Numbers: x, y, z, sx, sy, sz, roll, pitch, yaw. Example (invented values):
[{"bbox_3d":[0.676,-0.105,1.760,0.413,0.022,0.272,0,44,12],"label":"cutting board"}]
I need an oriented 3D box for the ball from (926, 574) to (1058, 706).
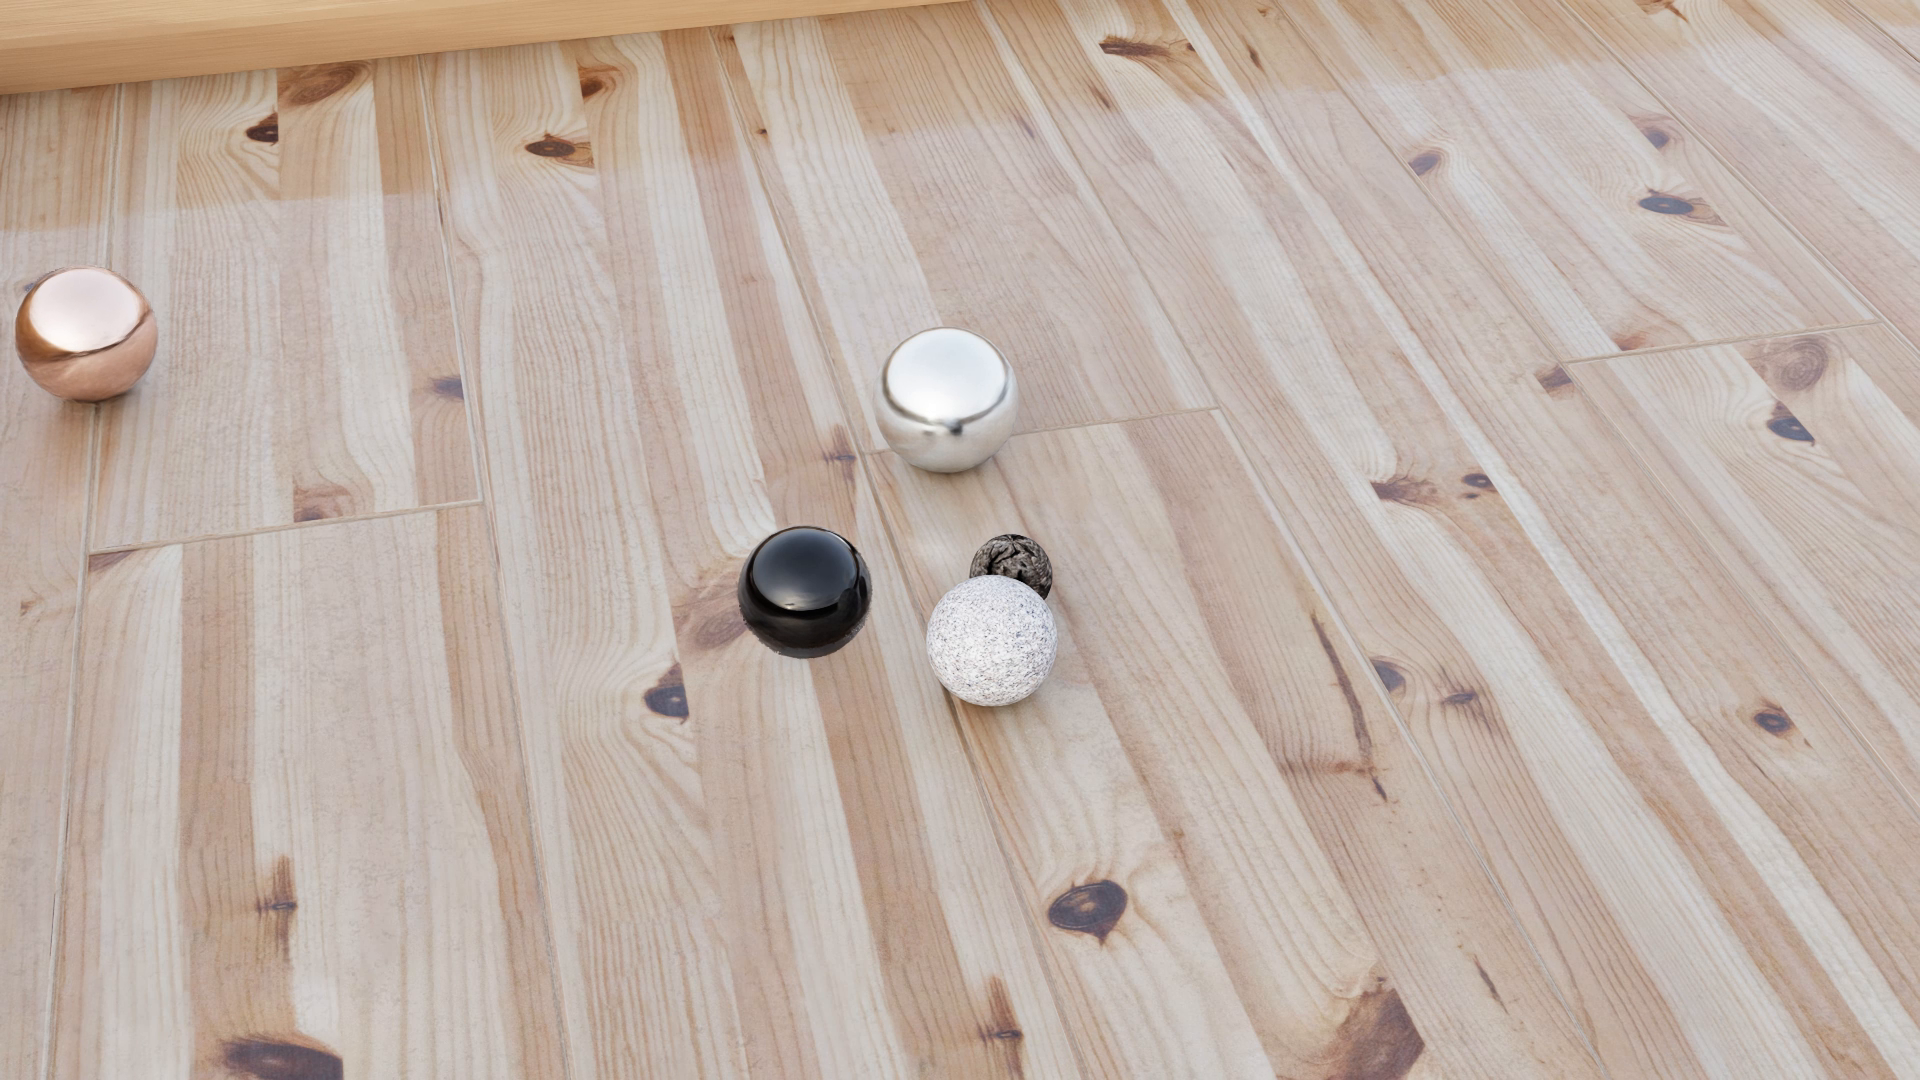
[{"bbox_3d":[0.018,0.058,1.487,0.077,0.077,0.077,0,36,0],"label":"ball"}]

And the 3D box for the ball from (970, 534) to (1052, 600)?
[{"bbox_3d":[0.031,0.022,1.560,0.051,0.051,0.051,0,36,0],"label":"ball"}]

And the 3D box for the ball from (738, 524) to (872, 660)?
[{"bbox_3d":[-0.092,0.031,1.522,0.080,0.080,0.080,0,36,0],"label":"ball"}]

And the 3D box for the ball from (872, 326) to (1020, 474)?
[{"bbox_3d":[-0.009,-0.092,1.677,0.096,0.096,0.096,0,36,0],"label":"ball"}]

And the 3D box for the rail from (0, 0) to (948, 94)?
[{"bbox_3d":[0.534,-0.594,2.341,2.960,0.125,0.045,-8,37,-11],"label":"rail"}]

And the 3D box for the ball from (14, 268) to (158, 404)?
[{"bbox_3d":[-0.595,-0.139,1.746,0.092,0.092,0.092,0,36,0],"label":"ball"}]
